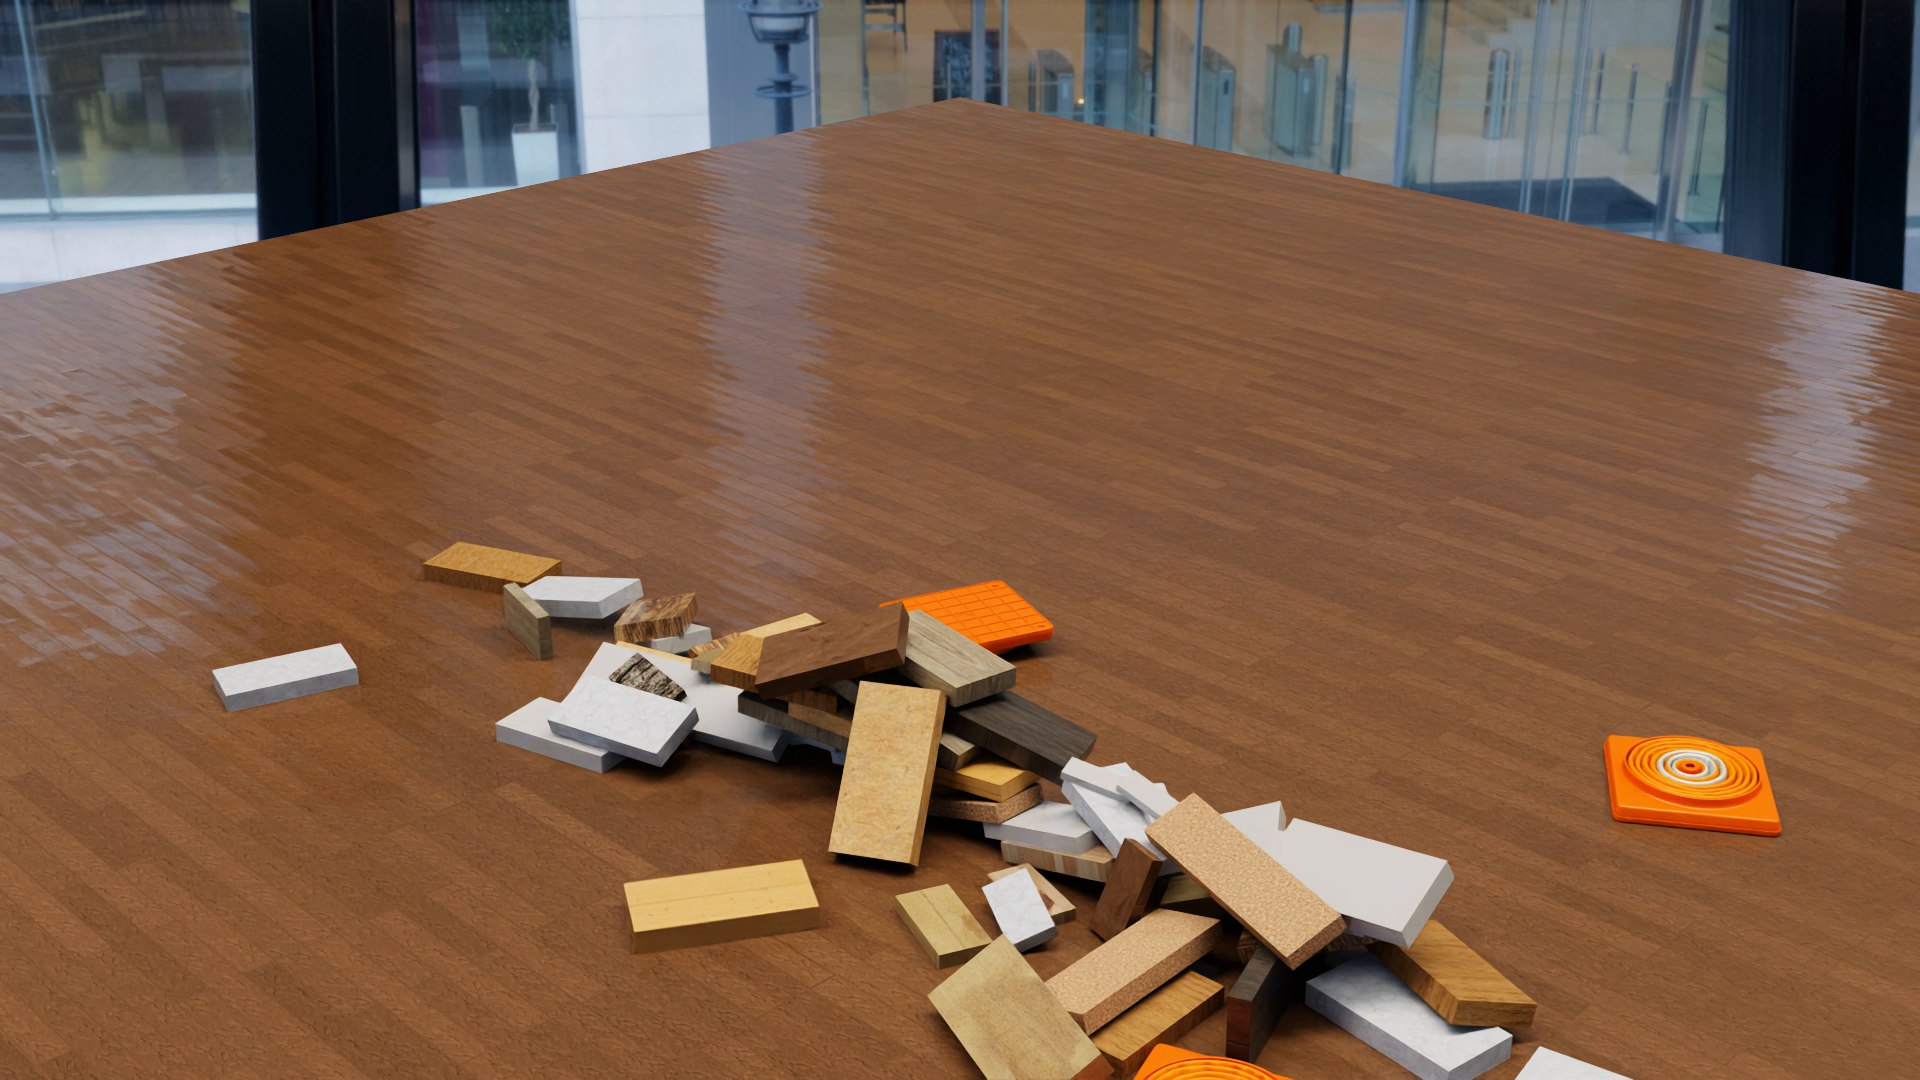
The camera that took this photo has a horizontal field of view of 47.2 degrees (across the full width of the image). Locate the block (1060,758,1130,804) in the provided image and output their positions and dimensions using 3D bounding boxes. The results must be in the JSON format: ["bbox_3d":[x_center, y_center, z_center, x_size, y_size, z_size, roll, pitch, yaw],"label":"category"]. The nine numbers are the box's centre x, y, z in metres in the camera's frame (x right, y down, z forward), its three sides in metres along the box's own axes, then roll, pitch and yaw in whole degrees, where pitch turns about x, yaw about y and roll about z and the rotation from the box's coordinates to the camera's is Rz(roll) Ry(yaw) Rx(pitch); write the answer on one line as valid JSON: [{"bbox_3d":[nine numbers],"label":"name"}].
[{"bbox_3d":[0.267,0.461,4.208,0.141,0.016,0.057,20,33,16],"label":"block"}]

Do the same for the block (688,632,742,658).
[{"bbox_3d":[-0.473,0.308,4.898,0.133,0.038,0.266,-18,43,-37],"label":"block"}]

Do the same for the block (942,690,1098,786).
[{"bbox_3d":[0.101,0.371,4.383,0.314,0.044,0.157,26,30,14],"label":"block"}]

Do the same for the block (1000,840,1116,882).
[{"bbox_3d":[0.225,0.594,4.224,0.139,0.039,0.277,-21,16,-40],"label":"block"}]

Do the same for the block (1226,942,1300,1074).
[{"bbox_3d":[0.522,0.770,3.762,0.041,0.144,0.287,9,25,24],"label":"block"}]

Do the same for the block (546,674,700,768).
[{"bbox_3d":[-0.712,0.380,4.649,0.290,0.041,0.145,14,46,27],"label":"block"}]

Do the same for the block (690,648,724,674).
[{"bbox_3d":[-0.521,0.268,4.816,0.085,0.024,0.169,10,8,12],"label":"block"}]

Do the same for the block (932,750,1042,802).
[{"bbox_3d":[0.021,0.453,4.385,0.256,0.036,0.128,12,24,38],"label":"block"}]

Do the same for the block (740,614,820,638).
[{"bbox_3d":[-0.422,0.231,5.176,0.218,0.031,0.109,-17,28,-34],"label":"block"}]

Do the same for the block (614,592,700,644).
[{"bbox_3d":[-0.703,0.181,5.116,0.153,0.043,0.307,-8,9,1],"label":"block"}]

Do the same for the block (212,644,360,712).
[{"bbox_3d":[-1.526,0.310,4.978,0.290,0.041,0.145,-12,26,-27],"label":"block"}]

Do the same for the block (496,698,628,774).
[{"bbox_3d":[-0.837,0.418,4.724,0.290,0.041,0.145,13,26,28],"label":"block"}]

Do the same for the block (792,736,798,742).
[{"bbox_3d":[-0.307,0.411,4.694,0.103,0.015,0.051,-3,24,33],"label":"block"}]

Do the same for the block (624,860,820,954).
[{"bbox_3d":[-0.445,0.681,4.094,0.339,0.048,0.170,-6,24,-14],"label":"block"}]

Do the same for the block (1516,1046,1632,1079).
[{"bbox_3d":[1.034,0.908,3.579,0.237,0.034,0.118,15,27,32],"label":"block"}]

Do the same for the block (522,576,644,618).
[{"bbox_3d":[-0.932,0.137,5.303,0.307,0.043,0.153,1,20,33],"label":"block"}]

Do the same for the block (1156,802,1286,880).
[{"bbox_3d":[0.479,0.576,4.192,0.277,0.039,0.139,-15,17,16],"label":"block"}]

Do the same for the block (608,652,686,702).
[{"bbox_3d":[-0.678,0.317,4.772,0.085,0.024,0.169,-42,51,-20],"label":"block"}]

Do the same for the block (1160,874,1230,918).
[{"bbox_3d":[0.535,0.635,4.083,0.301,0.043,0.151,-13,17,23],"label":"block"}]

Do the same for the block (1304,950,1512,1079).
[{"bbox_3d":[0.765,0.821,3.767,0.161,0.046,0.321,-17,28,-34],"label":"block"}]

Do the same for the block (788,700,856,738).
[{"bbox_3d":[-0.192,0.355,4.501,0.287,0.041,0.144,18,30,26],"label":"block"}]

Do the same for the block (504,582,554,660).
[{"bbox_3d":[-1.016,0.191,5.171,0.031,0.109,0.218,-14,26,-29],"label":"block"}]

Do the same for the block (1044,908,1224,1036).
[{"bbox_3d":[0.287,0.749,3.837,0.144,0.041,0.386,2,19,44],"label":"block"}]

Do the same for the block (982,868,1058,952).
[{"bbox_3d":[0.110,0.685,4.058,0.091,0.026,0.182,-24,31,-4],"label":"block"}]

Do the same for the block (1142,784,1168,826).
[{"bbox_3d":[0.373,0.507,4.147,0.057,0.016,0.113,-1,41,-17],"label":"block"}]

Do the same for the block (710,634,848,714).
[{"bbox_3d":[-0.354,0.275,4.550,0.287,0.041,0.144,13,29,19],"label":"block"}]

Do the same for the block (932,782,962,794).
[{"bbox_3d":[-0.043,0.484,4.482,0.201,0.028,0.100,-5,12,46],"label":"block"}]

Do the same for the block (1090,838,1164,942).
[{"bbox_3d":[0.302,0.646,4.012,0.026,0.182,0.091,14,12,-36],"label":"block"}]

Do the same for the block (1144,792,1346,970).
[{"bbox_3d":[0.496,0.596,3.888,0.118,0.034,0.474,-35,32,-11],"label":"block"}]

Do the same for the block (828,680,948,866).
[{"bbox_3d":[-0.139,0.455,4.295,0.170,0.339,0.048,5,-14,20],"label":"block"}]

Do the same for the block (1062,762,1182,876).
[{"bbox_3d":[0.322,0.531,4.162,0.139,0.039,0.277,-8,36,-27],"label":"block"}]

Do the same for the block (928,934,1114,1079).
[{"bbox_3d":[0.096,0.819,3.664,0.170,0.048,0.376,-38,32,-6],"label":"block"}]

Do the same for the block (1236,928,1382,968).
[{"bbox_3d":[0.657,0.681,3.945,0.301,0.043,0.151,-17,16,24],"label":"block"}]

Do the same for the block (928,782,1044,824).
[{"bbox_3d":[0.032,0.517,4.400,0.128,0.036,0.256,-21,13,-40],"label":"block"}]

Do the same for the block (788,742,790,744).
[{"bbox_3d":[-0.443,0.418,4.749,0.149,0.021,0.074,-3,23,-7],"label":"block"}]

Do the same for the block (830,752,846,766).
[{"bbox_3d":[-0.166,0.452,4.607,0.100,0.028,0.201,-22,19,-41],"label":"block"}]

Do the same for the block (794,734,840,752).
[{"bbox_3d":[-0.277,0.408,4.626,0.074,0.021,0.148,-30,24,-32],"label":"block"}]

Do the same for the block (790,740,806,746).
[{"bbox_3d":[-0.311,0.417,4.724,0.103,0.015,0.051,-10,19,19],"label":"block"}]

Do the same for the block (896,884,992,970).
[{"bbox_3d":[-0.030,0.710,4.048,0.107,0.030,0.214,-9,25,-21],"label":"block"}]

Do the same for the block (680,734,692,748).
[{"bbox_3d":[-0.666,0.397,4.719,0.169,0.085,0.024,12,59,26],"label":"block"}]

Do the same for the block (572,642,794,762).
[{"bbox_3d":[-0.590,0.348,4.765,0.527,0.043,0.153,12,54,26],"label":"block"}]

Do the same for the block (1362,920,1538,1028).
[{"bbox_3d":[0.845,0.752,3.842,0.161,0.046,0.321,8,14,-23],"label":"block"}]

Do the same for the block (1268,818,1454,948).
[{"bbox_3d":[0.679,0.594,3.831,0.321,0.046,0.161,11,51,44],"label":"block"}]

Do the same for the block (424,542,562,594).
[{"bbox_3d":[-1.174,0.075,5.528,0.307,0.043,0.153,10,25,21],"label":"block"}]

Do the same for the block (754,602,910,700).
[{"bbox_3d":[-0.257,0.224,4.443,0.306,0.043,0.153,-15,34,14],"label":"block"}]

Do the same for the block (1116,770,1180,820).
[{"bbox_3d":[0.355,0.484,4.143,0.113,0.016,0.057,35,44,24],"label":"block"}]

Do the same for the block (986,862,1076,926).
[{"bbox_3d":[0.133,0.672,4.143,0.091,0.026,0.182,-12,26,-25],"label":"block"}]

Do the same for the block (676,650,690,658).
[{"bbox_3d":[-0.588,0.303,4.998,0.133,0.038,0.266,-21,31,-40],"label":"block"}]

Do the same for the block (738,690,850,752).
[{"bbox_3d":[-0.277,0.362,4.569,0.350,0.041,0.144,17,30,25],"label":"block"}]

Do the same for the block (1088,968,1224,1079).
[{"bbox_3d":[0.311,0.818,3.780,0.144,0.041,0.287,19,30,38],"label":"block"}]

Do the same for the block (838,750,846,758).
[{"bbox_3d":[-0.154,0.429,4.560,0.100,0.028,0.201,-27,23,-38],"label":"block"}]

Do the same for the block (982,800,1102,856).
[{"bbox_3d":[0.179,0.554,4.264,0.128,0.036,0.256,-21,16,-40],"label":"block"}]

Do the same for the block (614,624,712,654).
[{"bbox_3d":[-0.689,0.224,5.091,0.133,0.038,0.266,-13,10,-28],"label":"block"}]

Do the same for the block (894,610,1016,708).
[{"bbox_3d":[-0.049,0.237,4.463,0.157,0.044,0.314,-16,31,-37],"label":"block"}]

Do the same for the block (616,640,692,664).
[{"bbox_3d":[-0.577,0.323,4.835,0.474,0.031,0.109,12,59,25],"label":"block"}]

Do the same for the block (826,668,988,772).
[{"bbox_3d":[-0.091,0.334,4.439,0.339,0.044,0.157,32,34,25],"label":"block"}]

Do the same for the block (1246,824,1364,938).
[{"bbox_3d":[0.619,0.607,3.937,0.301,0.043,0.151,8,48,42],"label":"block"}]
